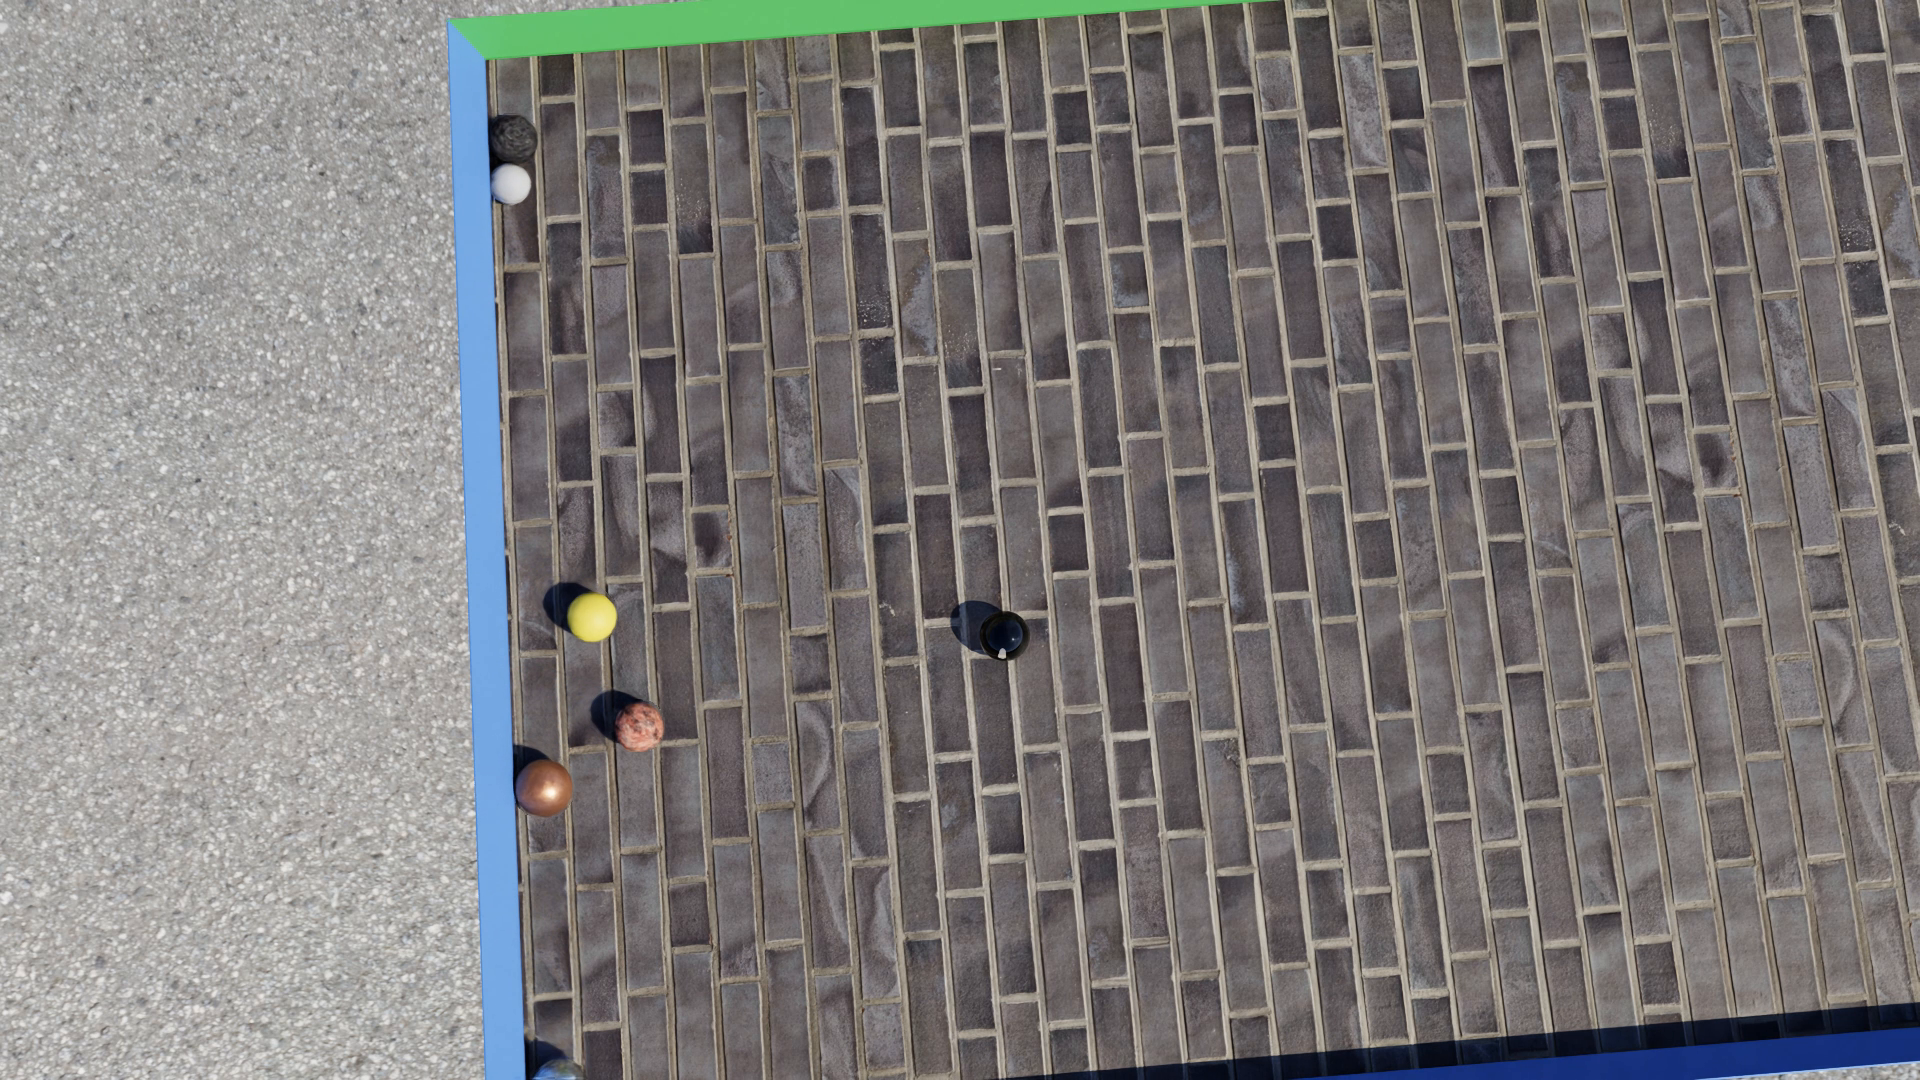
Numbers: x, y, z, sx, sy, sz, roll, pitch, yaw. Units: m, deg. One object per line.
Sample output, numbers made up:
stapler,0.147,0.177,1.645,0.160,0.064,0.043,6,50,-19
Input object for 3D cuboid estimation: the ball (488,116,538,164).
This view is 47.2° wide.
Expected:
ball,-0.696,-0.623,3.428,0.077,0.077,0.077,0,78,0

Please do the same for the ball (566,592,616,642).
ball,-0.549,0.114,3.277,0.074,0.074,0.074,0,78,0

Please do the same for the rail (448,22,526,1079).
rail,-0.699,0.052,3.271,0.045,0.109,1.734,-5,78,-1

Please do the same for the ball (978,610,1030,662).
ball,0.066,0.143,3.270,0.076,0.076,0.076,0,78,0

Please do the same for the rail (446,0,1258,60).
rail,0.654,-0.884,3.464,2.898,0.109,0.045,-5,78,-1

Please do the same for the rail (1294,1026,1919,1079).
rail,0.790,0.762,3.123,2.898,0.109,0.045,-5,78,-1

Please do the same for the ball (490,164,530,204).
ball,-0.700,-0.553,3.420,0.064,0.064,0.064,0,78,0

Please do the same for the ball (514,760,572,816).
ball,-0.610,0.363,3.220,0.084,0.084,0.084,0,78,0

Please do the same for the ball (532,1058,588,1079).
ball,-0.571,0.781,3.134,0.083,0.083,0.083,0,78,0

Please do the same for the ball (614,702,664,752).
ball,-0.474,0.276,3.244,0.073,0.073,0.073,0,78,0
